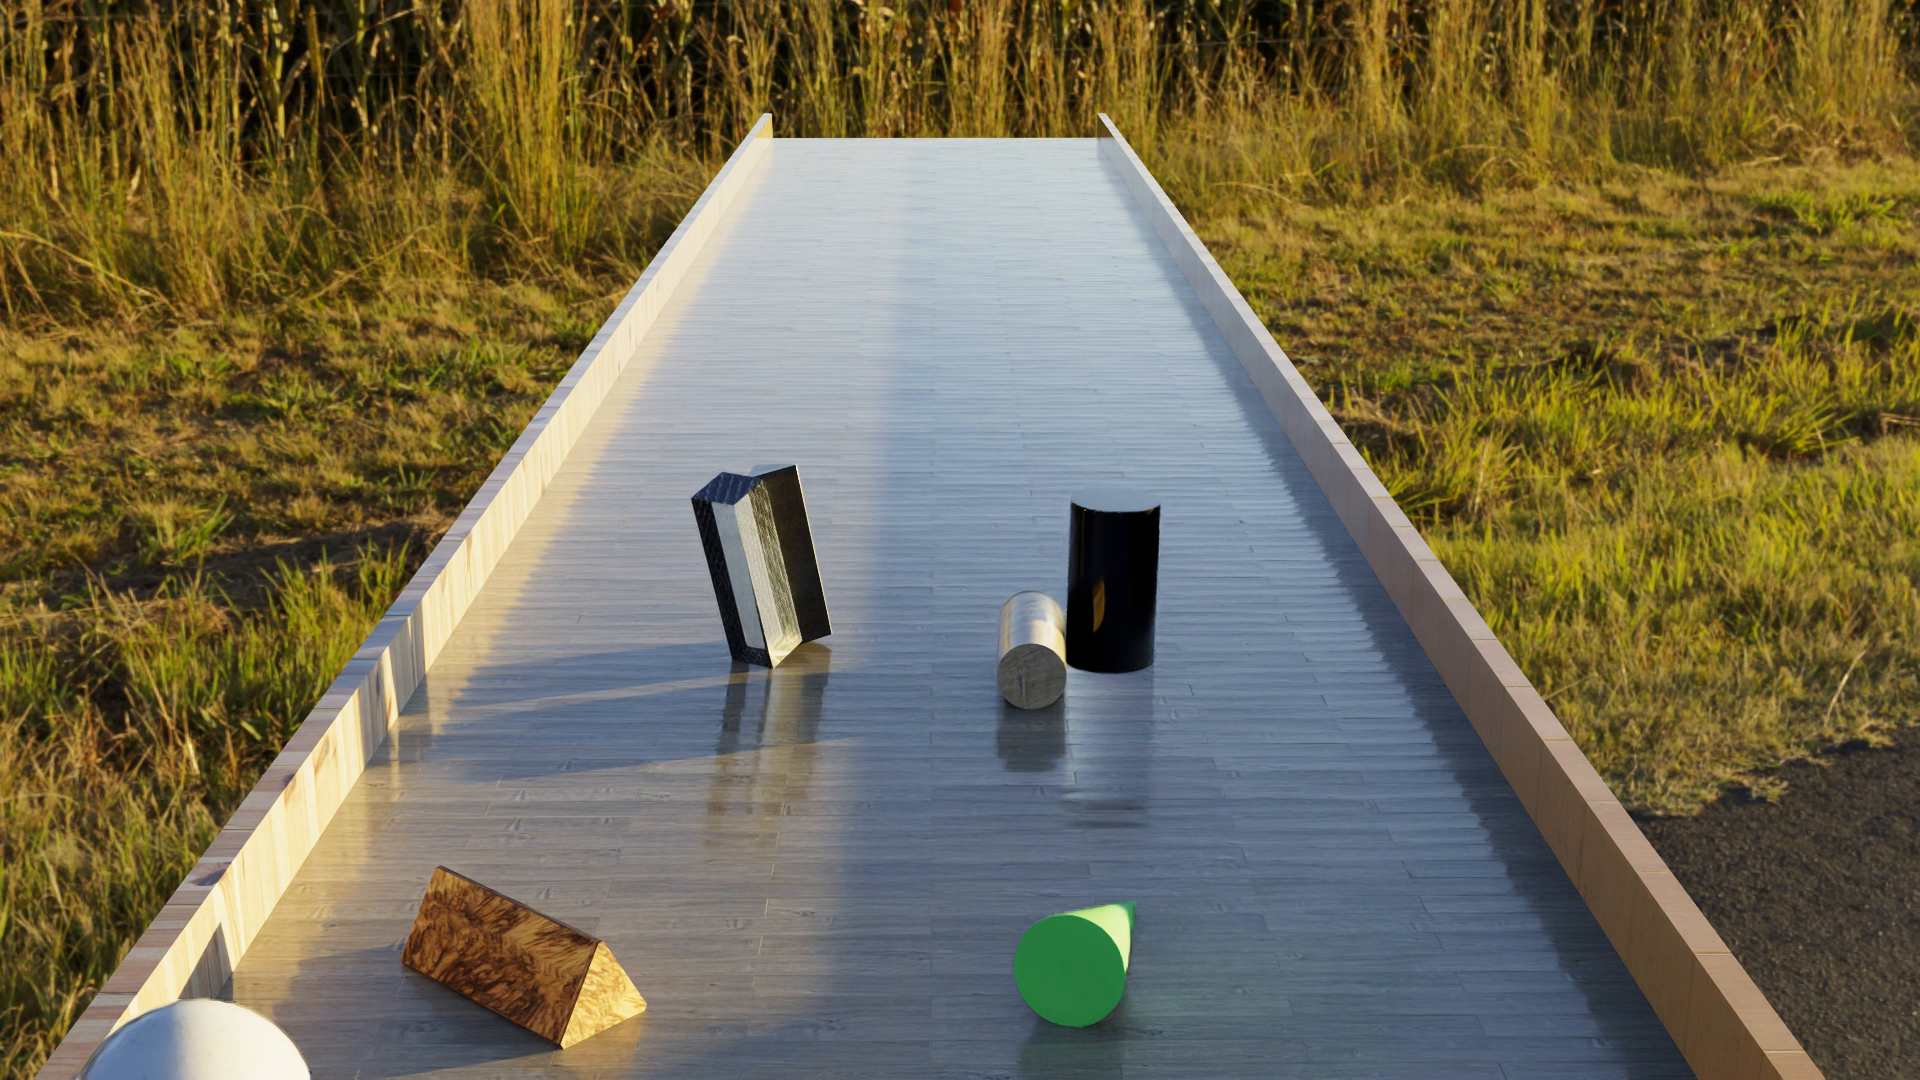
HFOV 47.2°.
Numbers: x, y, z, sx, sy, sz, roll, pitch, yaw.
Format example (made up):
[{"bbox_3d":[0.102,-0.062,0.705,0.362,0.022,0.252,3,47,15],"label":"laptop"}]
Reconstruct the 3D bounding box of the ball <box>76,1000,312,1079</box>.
[{"bbox_3d":[-0.878,0.665,2.514,0.272,0.272,0.272,0,17,0],"label":"ball"}]

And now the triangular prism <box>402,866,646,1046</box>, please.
[{"bbox_3d":[-0.619,0.566,3.086,0.364,0.127,0.147,14,21,39],"label":"triangular prism"}]

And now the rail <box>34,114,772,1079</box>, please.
[{"bbox_3d":[-1.118,-0.838,7.780,0.050,0.150,12.000,0,17,-1],"label":"rail"}]

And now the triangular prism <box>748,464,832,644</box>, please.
[{"bbox_3d":[-0.363,0.027,4.491,0.108,0.364,0.094,-17,16,-22],"label":"triangular prism"}]

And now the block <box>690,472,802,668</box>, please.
[{"bbox_3d":[-0.418,0.061,4.332,0.103,0.379,0.103,10,36,31],"label":"block"}]

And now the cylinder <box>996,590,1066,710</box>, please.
[{"bbox_3d":[0.139,0.210,4.288,0.132,0.132,0.325,0,17,2],"label":"cylinder"}]

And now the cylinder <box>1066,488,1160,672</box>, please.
[{"bbox_3d":[0.304,0.079,4.379,0.178,0.328,0.178,1,16,0],"label":"cylinder"}]

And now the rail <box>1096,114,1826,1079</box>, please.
[{"bbox_3d":[0.932,-0.844,7.801,0.050,0.150,12.000,0,17,-1],"label":"rail"}]

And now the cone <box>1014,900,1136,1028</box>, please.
[{"bbox_3d":[0.210,0.569,3.180,0.155,0.155,0.404,5,6,17],"label":"cone"}]
